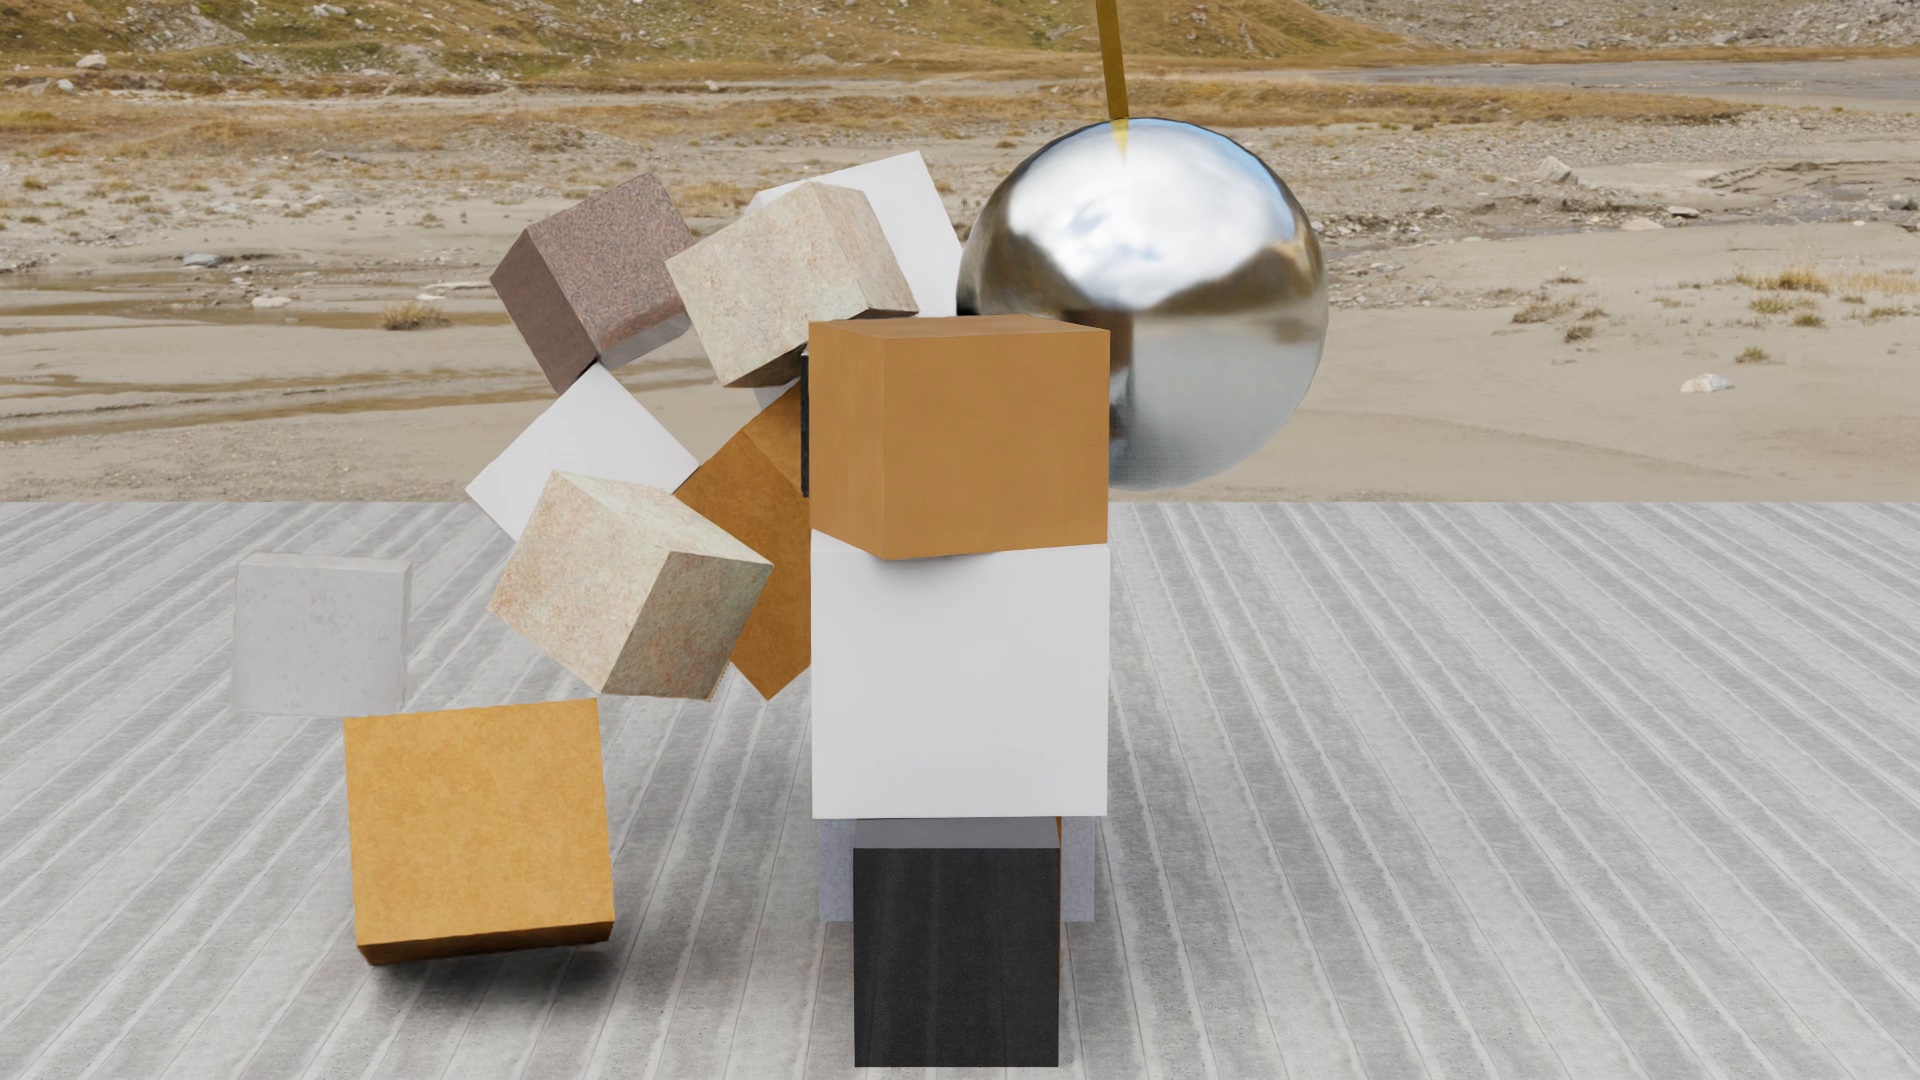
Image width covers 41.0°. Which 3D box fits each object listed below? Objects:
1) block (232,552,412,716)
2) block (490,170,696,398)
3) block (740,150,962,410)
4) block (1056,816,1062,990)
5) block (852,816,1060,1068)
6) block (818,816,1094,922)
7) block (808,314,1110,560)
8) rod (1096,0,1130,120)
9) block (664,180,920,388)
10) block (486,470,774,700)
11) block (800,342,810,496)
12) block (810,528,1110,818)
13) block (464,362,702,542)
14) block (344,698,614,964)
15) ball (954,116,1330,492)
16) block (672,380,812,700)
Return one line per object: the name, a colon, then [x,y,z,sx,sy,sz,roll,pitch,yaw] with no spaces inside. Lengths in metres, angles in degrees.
block: [-2.712,0.399,10.960,0.669,0.610,0.688,3,3,-9]
block: [-1.669,-1.202,12.085,0.709,0.657,0.684,-30,-1,-28]
block: [-0.580,-1.237,12.633,0.888,0.848,0.950,-19,-10,-26]
block: [-0.002,1.323,10.300,0.782,0.711,0.802,0,10,0]
block: [-0.013,1.416,9.499,0.730,0.815,0.787,0,10,0]
block: [-0.011,1.044,11.170,1.151,0.949,0.997,0,10,0]
block: [-0.013,-0.404,9.514,0.882,0.782,0.755,-4,11,-24]
rod: [0.337,-4.323,10.394,0.080,5.200,0.080,-7,10,1]
block: [-0.739,-1.131,11.471,0.765,0.615,0.684,-27,-5,18]
block: [-1.290,0.183,10.080,0.660,0.616,0.692,33,11,28]
block: [-0.340,-0.504,10.532,0.593,0.567,0.541,0,11,0]
block: [-0.021,0.447,9.796,1.080,0.990,0.961,0,10,-3]
block: [-1.753,-0.271,12.086,0.844,0.670,0.719,-45,1,-5]
block: [-1.866,1.148,9.996,0.942,0.844,0.886,-4,-13,-10]
ball: [0.777,-1.006,10.998,1.600,1.600,1.600,0,10,0]
block: [-0.740,-0.065,11.920,0.950,0.990,0.923,-40,4,35]
